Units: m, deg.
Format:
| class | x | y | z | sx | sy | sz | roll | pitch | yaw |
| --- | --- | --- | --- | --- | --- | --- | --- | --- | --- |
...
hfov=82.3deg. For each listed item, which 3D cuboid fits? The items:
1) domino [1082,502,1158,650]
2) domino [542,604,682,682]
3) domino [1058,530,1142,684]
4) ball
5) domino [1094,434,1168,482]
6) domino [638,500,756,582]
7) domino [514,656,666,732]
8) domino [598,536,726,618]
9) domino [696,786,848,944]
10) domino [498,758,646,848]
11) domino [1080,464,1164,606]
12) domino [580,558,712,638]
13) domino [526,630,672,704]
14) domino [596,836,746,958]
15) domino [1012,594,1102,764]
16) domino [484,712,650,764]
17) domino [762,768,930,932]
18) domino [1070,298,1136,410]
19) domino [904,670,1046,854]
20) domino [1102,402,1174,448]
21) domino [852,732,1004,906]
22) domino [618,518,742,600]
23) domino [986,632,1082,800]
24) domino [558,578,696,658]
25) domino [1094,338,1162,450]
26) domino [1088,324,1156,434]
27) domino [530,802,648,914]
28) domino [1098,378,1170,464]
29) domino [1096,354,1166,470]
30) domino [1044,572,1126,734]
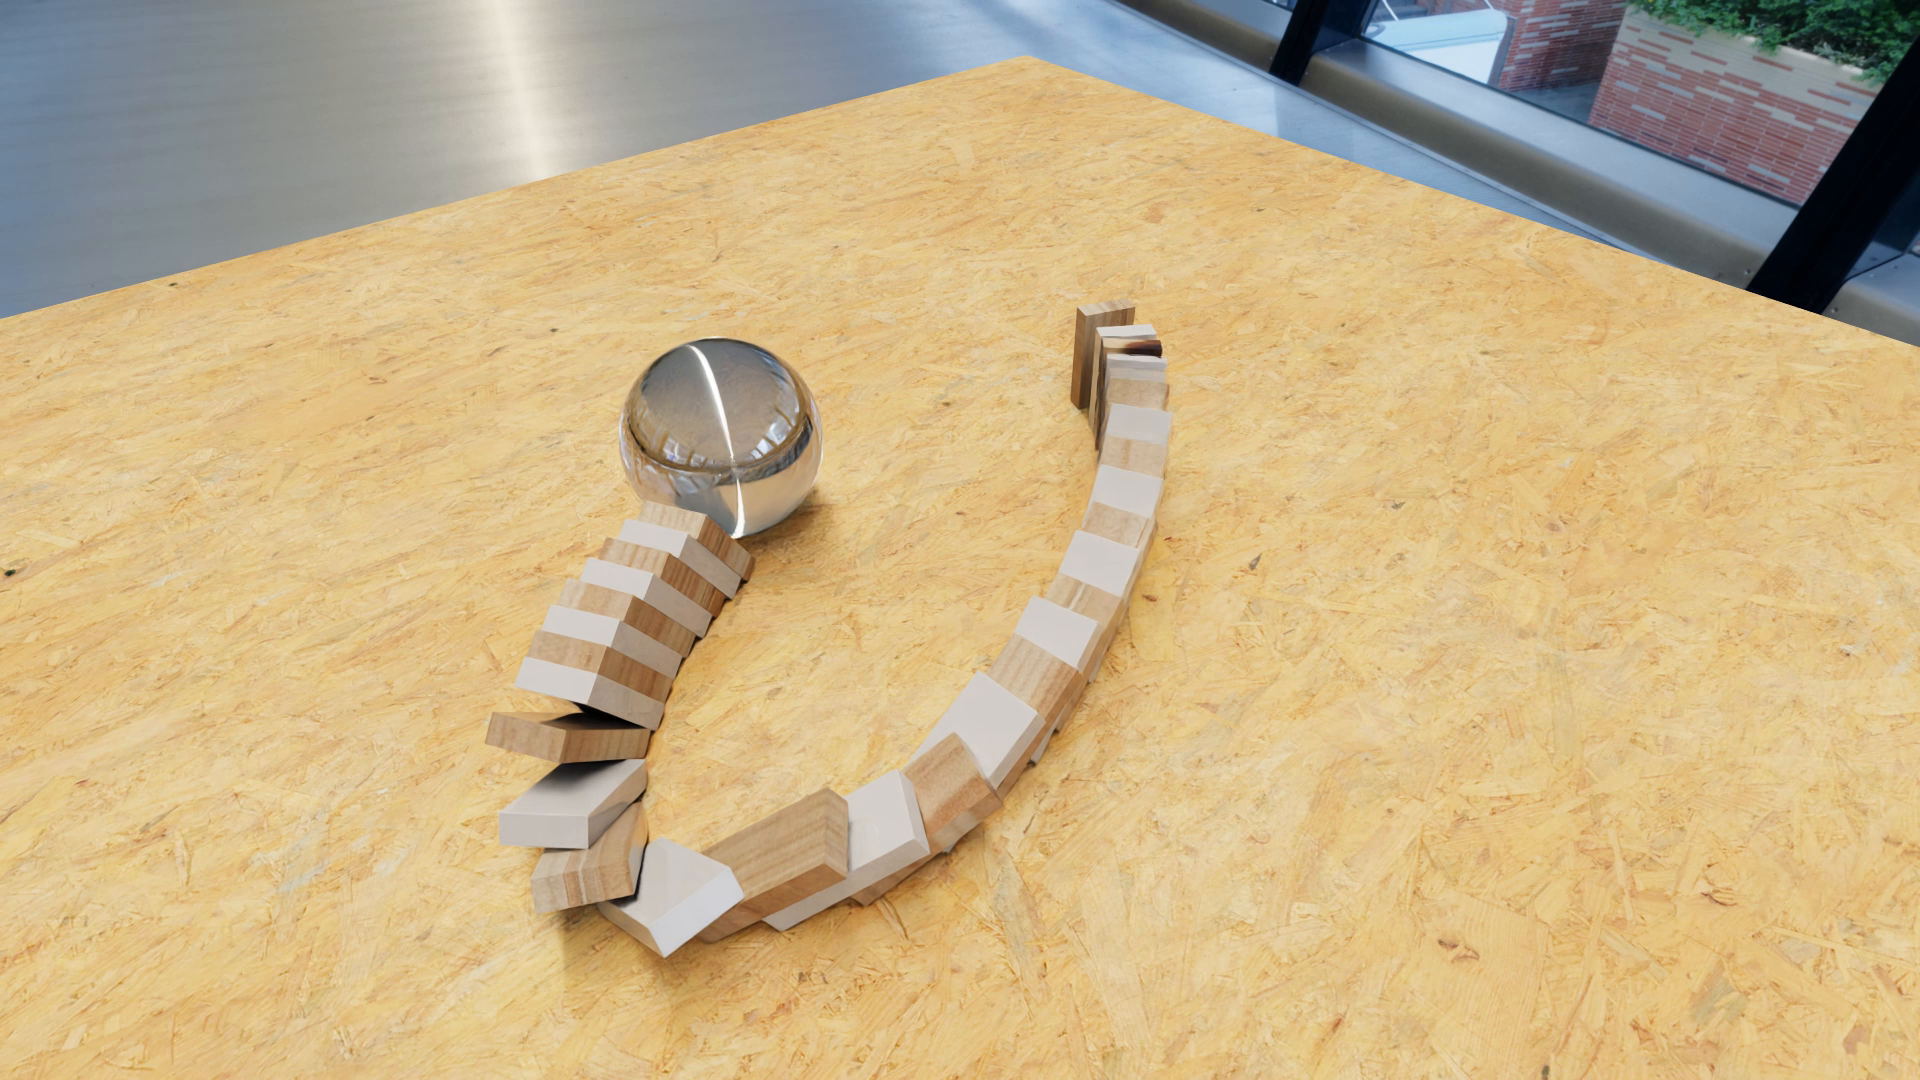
| class | x | y | z | sx | sy | sz | roll | pitch | yaw |
| --- | --- | --- | --- | --- | --- | --- | --- | --- | --- |
| domino | 0.053 | 0.013 | 0.408 | 0.025 | 0.009 | 0.050 | 19 | 74 | 21 |
| domino | -0.116 | 0.035 | 0.371 | 0.025 | 0.050 | 0.010 | 11 | 73 | 13 |
| domino | 0.045 | 0.024 | 0.395 | 0.025 | 0.010 | 0.050 | 19 | 74 | 22 |
| ball | -0.094 | -0.040 | 0.437 | 0.080 | 0.080 | 0.080 | 0 | 39 | 0 |
| domino | 0.065 | -0.015 | 0.438 | 0.025 | 0.010 | 0.050 | 13 | 80 | 15 |
| domino | -0.098 | 0.001 | 0.412 | 0.025 | 0.050 | 0.010 | 13 | 73 | 15 |
| domino | -0.117 | 0.050 | 0.353 | 0.025 | 0.050 | 0.010 | 11 | 73 | 13 |
| domino | -0.107 | 0.014 | 0.396 | 0.025 | 0.050 | 0.009 | 13 | 73 | 15 |
| domino | -0.054 | 0.092 | 0.310 | 0.050 | 0.010 | 0.025 | -30 | 36 | 19 |
| domino | -0.114 | 0.078 | 0.329 | 0.025 | 0.010 | 0.050 | 2 | 7 | 2 |
| domino | 0.060 | -0.002 | 0.424 | 0.025 | 0.009 | 0.050 | 15 | 77 | 17 |
| domino | -0.110 | 0.021 | 0.388 | 0.025 | 0.050 | 0.009 | 13 | 73 | 15 |
| domino | -0.117 | 0.043 | 0.362 | 0.025 | 0.050 | 0.009 | 11 | 73 | 13 |
| domino | -0.082 | 0.097 | 0.304 | 0.025 | 0.009 | 0.050 | -32 | 15 | -33 |
| domino | 0.025 | 0.046 | 0.366 | 0.025 | 0.009 | 0.050 | 22 | 74 | 25 |
| domino | -0.120 | 0.061 | 0.342 | 0.025 | 0.050 | 0.009 | 11 | 83 | 14 |
| domino | -0.035 | 0.089 | 0.317 | 0.050 | 0.010 | 0.025 | -30 | 41 | 8 |
| domino | 0.067 | -0.087 | 0.518 | 0.025 | 0.050 | 0.009 | -13 | 41 | -15 |
| domino | 0.001 | 0.068 | 0.341 | 0.025 | 0.010 | 0.050 | 33 | 79 | 31 |
| domino | 0.070 | -0.029 | 0.452 | 0.025 | 0.050 | 0.009 | 12 | -1 | 14 |
| domino | -0.015 | 0.082 | 0.326 | 0.050 | 0.009 | 0.025 | -36 | 45 | 0 |
| domino | -0.102 | 0.008 | 0.404 | 0.025 | 0.050 | 0.009 | 13 | 73 | 15 |
| domino | 0.015 | 0.058 | 0.353 | 0.025 | 0.010 | 0.050 | 29 | 78 | 27 |
| domino | -0.114 | 0.028 | 0.380 | 0.025 | 0.050 | 0.010 | 13 | 73 | 15 |
| domino | 0.074 | -0.064 | 0.489 | 0.025 | 0.050 | 0.010 | 3 | 33 | 4 |
| domino | 0.073 | -0.073 | 0.500 | 0.025 | 0.050 | 0.009 | -5 | 38 | -6 |
| domino | -0.104 | 0.089 | 0.314 | 0.025 | 0.009 | 0.050 | -9 | 6 | -11 |
| domino | 0.073 | -0.042 | 0.465 | 0.025 | 0.050 | 0.009 | 8 | 9 | 9 |
| domino | 0.074 | -0.054 | 0.477 | 0.025 | 0.050 | 0.009 | 5 | 23 | 7 |
| domino | 0.034 | 0.038 | 0.379 | 0.025 | 0.009 | 0.050 | 23 | 72 | 25 |
